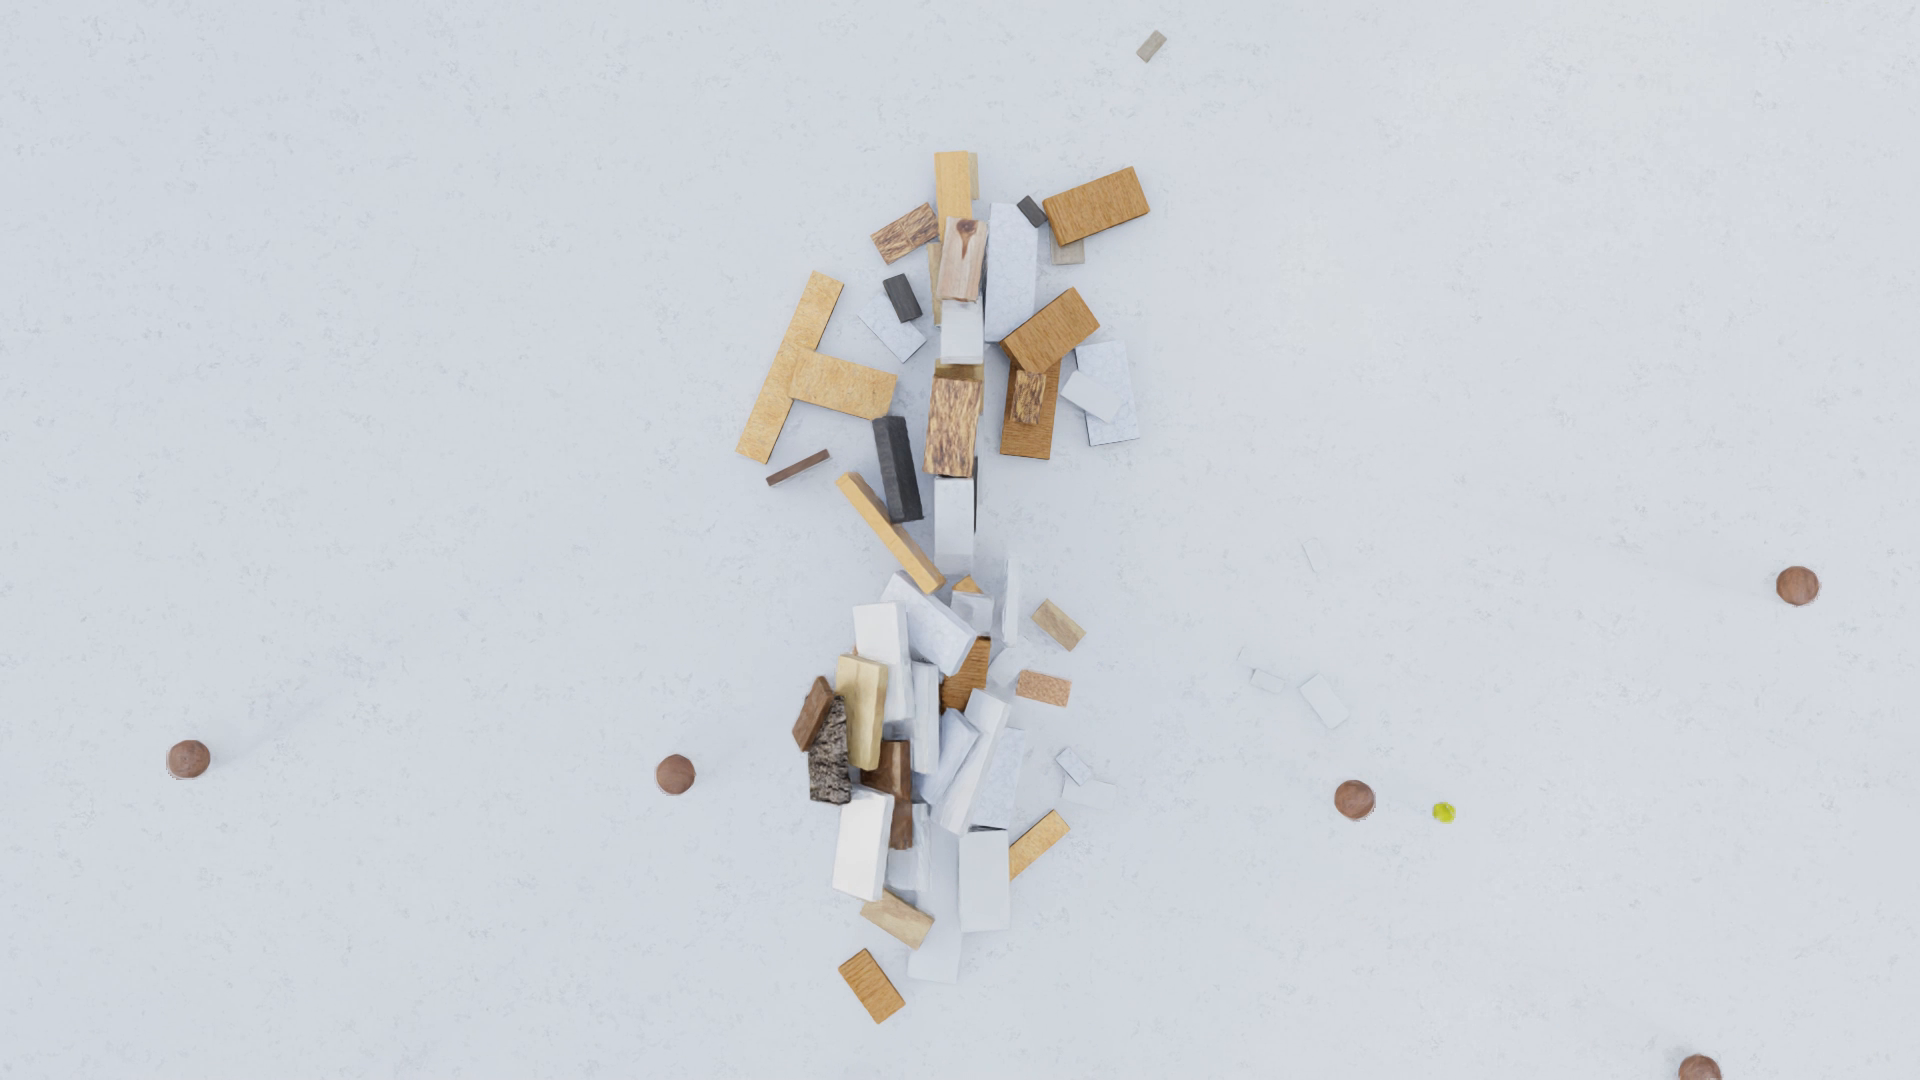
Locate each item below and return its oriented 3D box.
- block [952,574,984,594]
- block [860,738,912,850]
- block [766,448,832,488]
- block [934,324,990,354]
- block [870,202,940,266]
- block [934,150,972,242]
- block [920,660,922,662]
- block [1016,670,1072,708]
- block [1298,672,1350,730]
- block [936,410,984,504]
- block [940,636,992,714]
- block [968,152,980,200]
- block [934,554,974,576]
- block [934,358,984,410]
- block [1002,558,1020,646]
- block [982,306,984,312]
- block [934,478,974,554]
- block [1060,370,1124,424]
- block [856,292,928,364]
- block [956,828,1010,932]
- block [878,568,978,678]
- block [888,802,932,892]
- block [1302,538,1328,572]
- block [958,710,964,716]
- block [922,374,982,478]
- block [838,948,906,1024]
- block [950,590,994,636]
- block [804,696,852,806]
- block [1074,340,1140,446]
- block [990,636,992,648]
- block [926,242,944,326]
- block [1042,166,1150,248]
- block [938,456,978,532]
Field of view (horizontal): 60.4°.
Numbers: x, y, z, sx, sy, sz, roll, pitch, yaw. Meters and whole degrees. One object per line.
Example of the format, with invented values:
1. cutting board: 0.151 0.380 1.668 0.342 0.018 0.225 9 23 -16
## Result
1. block: 0.044 0.192 5.429 0.071 0.020 0.142 -36 99 4
2. block: -0.244 0.833 5.427 0.175 0.049 0.349 -1 90 37
3. block: -0.530 -0.237 5.444 0.222 0.111 0.031 -26 90 0
4. block: 0.022 -0.701 5.456 0.187 0.027 0.094 26 106 -12
5. block: -0.175 -1.018 5.484 0.222 0.031 0.111 -31 90 0
6. block: -0.016 -1.060 5.448 0.111 0.031 0.436 -4 99 -2
7. block: -0.174 0.446 5.492 0.119 0.017 0.059 -17 90 0
8. block: 0.278 0.494 5.488 0.174 0.025 0.087 14 91 0
9. block: 1.212 0.537 5.488 0.086 0.024 0.173 -37 90 0
10. block: -0.002 -0.269 5.416 0.157 0.044 0.314 1 114 0
11. block: 0.017 0.447 5.432 0.138 0.039 0.276 5 109 -3
12. block: 0.023 -1.209 5.489 0.077 0.022 0.154 -3 90 0
13. block: -0.020 -0.009 5.439 0.127 0.036 0.254 1 110 0
14. block: -0.002 -0.453 5.374 0.157 0.044 0.314 0 134 0
15. block: 0.167 0.206 5.411 0.039 0.138 0.276 3 82 -2
16. block: 0.125 -0.777 5.493 0.103 0.015 0.051 -31 90 0
17. block: -0.019 -0.079 5.375 0.127 0.036 0.254 0 110 0
18. block: 0.434 -0.472 5.440 0.190 0.027 0.095 31 90 0
19. block: -0.226 -0.705 5.484 0.111 0.031 0.222 -44 90 0
20. block: 0.077 1.120 5.437 0.164 0.047 0.329 -2 92 -10
21. block: -0.112 0.269 5.376 0.346 0.049 0.173 40 122 21
22. block: -0.169 1.007 5.442 0.143 0.040 0.285 -3 90 35
23. block: 1.184 0.050 5.493 0.052 0.015 0.104 -23 90 0
24. block: -0.029 0.620 5.462 0.062 0.017 0.123 15 108 -6
25. block: -0.025 -0.365 5.299 0.157 0.044 0.314 6 108 -2
26. block: -0.293 1.483 5.484 0.113 0.032 0.227 -36 90 0
27. block: 0.025 0.309 5.425 0.138 0.039 0.276 7 109 -4
28. block: -0.435 0.687 5.415 0.049 0.174 0.348 -4 90 -35
29. block: 0.488 -0.488 5.477 0.165 0.047 0.330 -9 90 0
30. block: 0.064 0.292 5.467 0.071 0.020 0.142 -5 98 -1
31. block: -0.031 -0.839 5.386 0.131 0.037 0.262 -5 96 0
32. block: 0.450 -1.102 5.452 0.321 0.046 0.161 -22 93 -8
33. block: -0.008 -0.151 5.424 0.127 0.036 0.254 1 114 0
